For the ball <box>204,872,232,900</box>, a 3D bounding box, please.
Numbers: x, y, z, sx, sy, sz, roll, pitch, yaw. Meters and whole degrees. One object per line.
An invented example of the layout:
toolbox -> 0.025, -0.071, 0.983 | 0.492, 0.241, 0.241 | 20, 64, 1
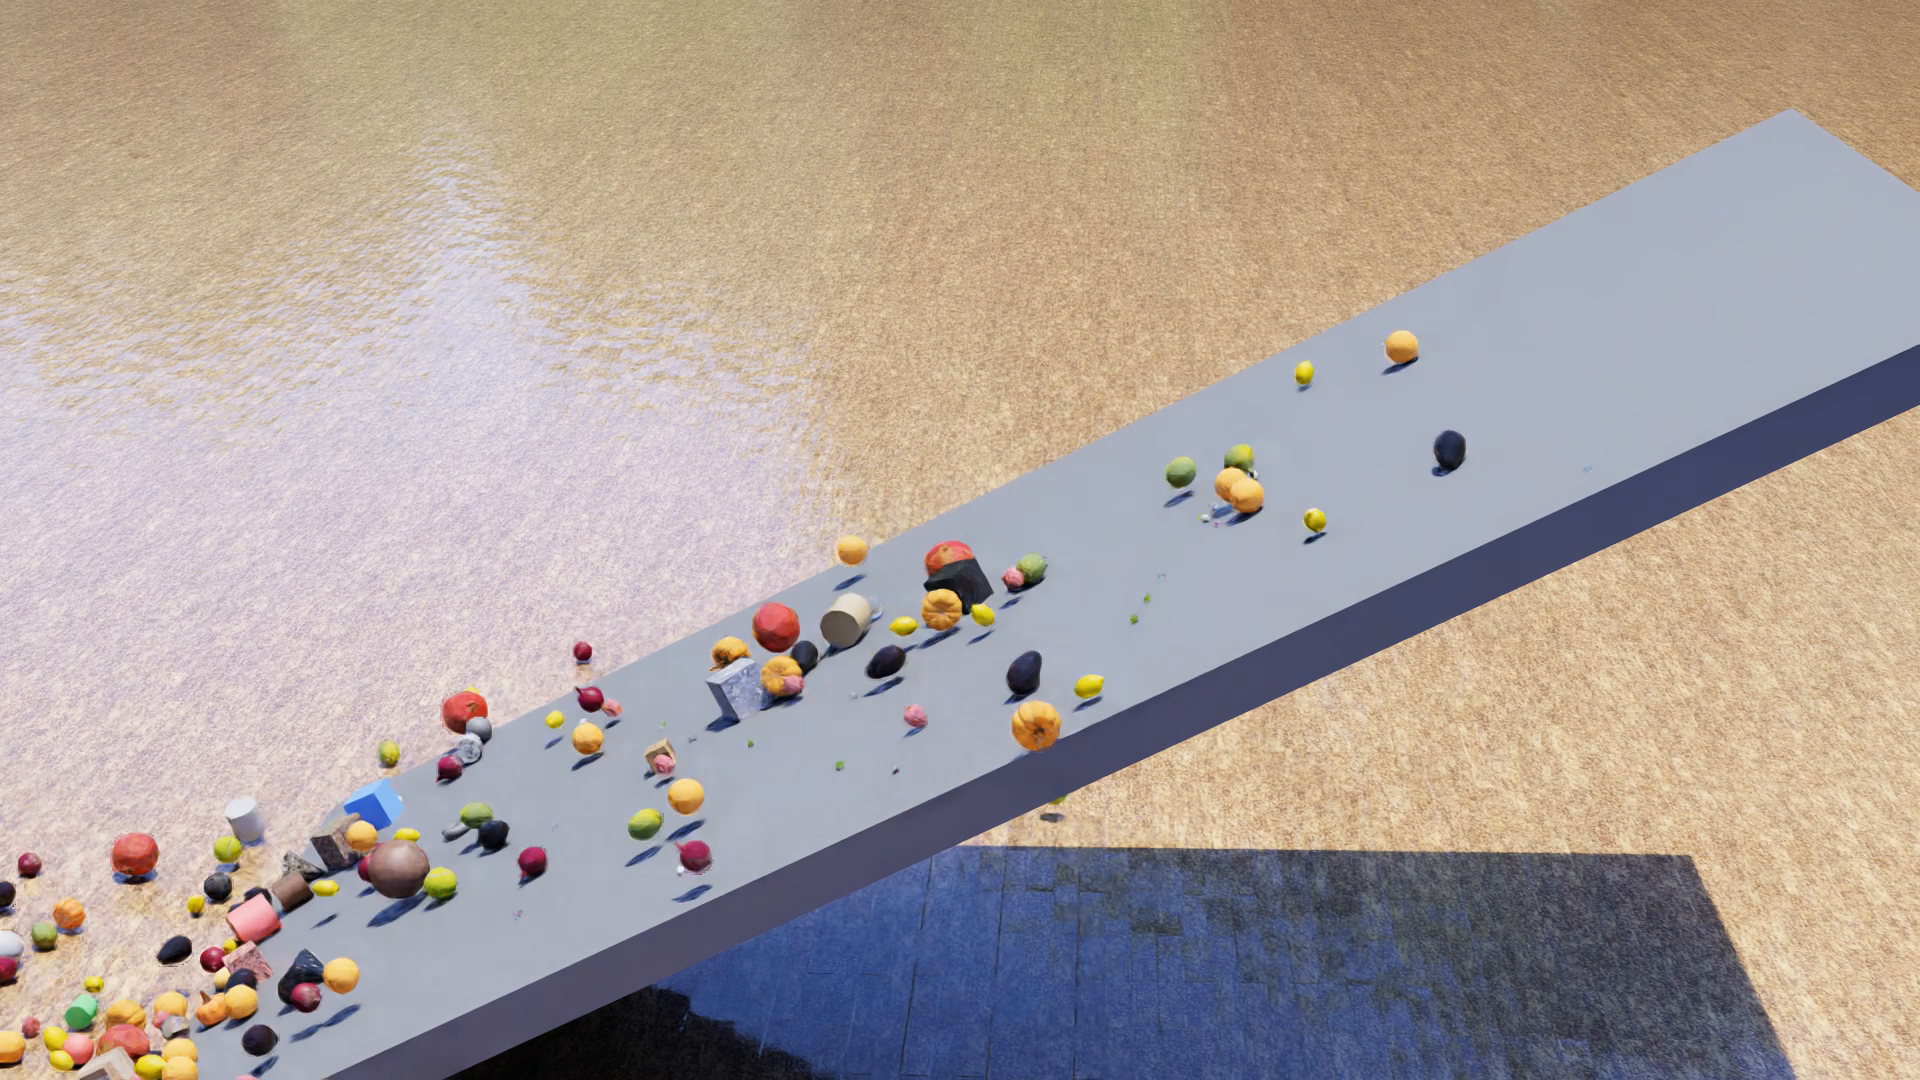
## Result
ball -> -1.820, 0.850, 7.214 | 0.068, 0.068, 0.068 | 0, 17, 0

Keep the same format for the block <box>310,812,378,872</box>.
block -> -1.459, 0.715, 6.964 | 0.094, 0.094, 0.094 | -14, 20, 46

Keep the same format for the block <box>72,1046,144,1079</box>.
block -> -1.764, 1.121, 6.084 | 0.091, 0.091, 0.091 | -26, 14, 16

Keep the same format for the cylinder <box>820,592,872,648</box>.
cylinder -> -0.254, 0.180, 6.581 | 0.093, 0.093, 0.093 | 5, 25, 15

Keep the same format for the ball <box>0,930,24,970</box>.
ball -> -2.223, 0.951, 6.832 | 0.090, 0.090, 0.090 | 0, 17, 0

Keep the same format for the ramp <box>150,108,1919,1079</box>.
ramp -> 0.139, 0.168, 6.281 | 4.000, 0.100, 2.000 | -25, 14, 10

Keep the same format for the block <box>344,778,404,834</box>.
block -> -1.423, 0.649, 7.144 | 0.091, 0.091, 0.091 | -24, 14, 17

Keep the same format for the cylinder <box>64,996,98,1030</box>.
cylinder -> -1.953, 1.050, 6.541 | 0.057, 0.057, 0.057 | 1, 18, 3

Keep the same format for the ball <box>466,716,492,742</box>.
ball -> -1.212, 0.479, 7.406 | 0.068, 0.068, 0.068 | 0, 17, 0

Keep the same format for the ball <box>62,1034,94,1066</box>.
ball -> -1.911, 1.104, 6.372 | 0.067, 0.067, 0.067 | 0, 17, 0

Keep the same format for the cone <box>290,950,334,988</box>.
cone -> -1.345, 0.907, 6.168 | 0.081, 0.081, 0.081 | 9, 19, 22

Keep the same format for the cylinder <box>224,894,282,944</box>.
cylinder -> -1.609, 0.869, 6.697 | 0.093, 0.093, 0.093 | -33, 30, -21

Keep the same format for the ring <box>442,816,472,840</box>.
ring -> -1.147, 0.658, 6.717 | 0.075, 0.025, 0.075 | -26, 15, 7

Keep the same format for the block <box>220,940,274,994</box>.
block -> -1.551, 0.929, 6.404 | 0.075, 0.075, 0.075 | -32, 14, -18

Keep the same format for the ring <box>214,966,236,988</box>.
ring -> -1.601, 0.955, 6.494 | 0.100, 0.033, 0.100 | -26, 12, 6

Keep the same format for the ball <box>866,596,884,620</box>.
ball -> -0.197, 0.154, 6.661 | 0.051, 0.051, 0.051 | 0, 17, 0

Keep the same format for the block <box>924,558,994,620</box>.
block -> -0.003, 0.105, 6.381 | 0.090, 0.090, 0.090 | -13, 20, 47

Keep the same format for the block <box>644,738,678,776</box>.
block -> -0.649, 0.470, 6.384 | 0.051, 0.051, 0.051 | -26, 14, 7

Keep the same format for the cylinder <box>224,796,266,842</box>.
cylinder -> -1.832, 0.717, 7.544 | 0.082, 0.082, 0.082 | -11, 33, 7

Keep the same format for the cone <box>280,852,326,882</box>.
cone -> -1.547, 0.788, 6.978 | 0.096, 0.096, 0.096 | -1, 16, 9

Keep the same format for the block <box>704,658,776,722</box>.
block -> -0.482, 0.329, 6.474 | 0.098, 0.098, 0.098 | -33, 14, -20

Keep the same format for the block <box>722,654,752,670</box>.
block -> -0.494, 0.303, 6.675 | 0.060, 0.060, 0.060 | -31, 14, -14

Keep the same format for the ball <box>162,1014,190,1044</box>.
ball -> -1.667, 1.040, 6.254 | 0.060, 0.060, 0.060 | 0, 17, 0

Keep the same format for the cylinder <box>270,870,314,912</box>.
cylinder -> -1.551, 0.814, 6.825 | 0.073, 0.073, 0.073 | -32, 28, -17
